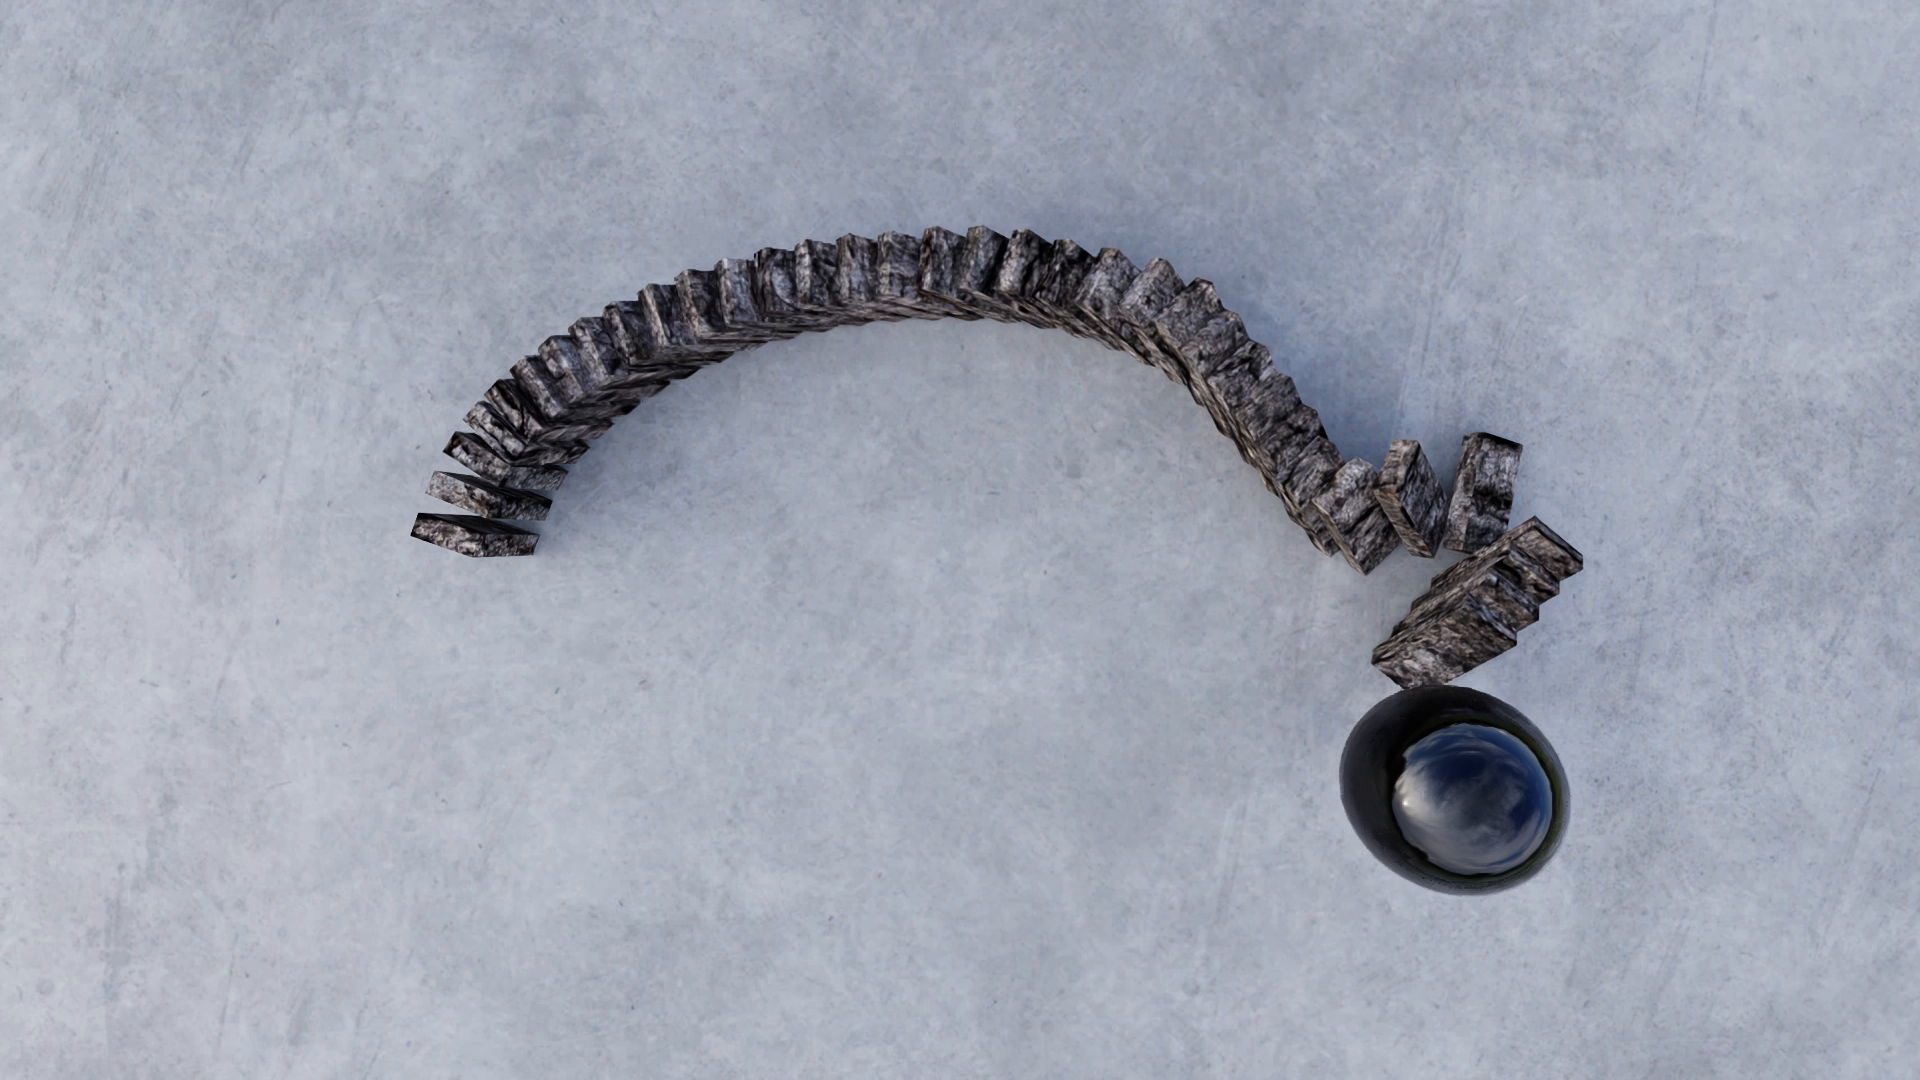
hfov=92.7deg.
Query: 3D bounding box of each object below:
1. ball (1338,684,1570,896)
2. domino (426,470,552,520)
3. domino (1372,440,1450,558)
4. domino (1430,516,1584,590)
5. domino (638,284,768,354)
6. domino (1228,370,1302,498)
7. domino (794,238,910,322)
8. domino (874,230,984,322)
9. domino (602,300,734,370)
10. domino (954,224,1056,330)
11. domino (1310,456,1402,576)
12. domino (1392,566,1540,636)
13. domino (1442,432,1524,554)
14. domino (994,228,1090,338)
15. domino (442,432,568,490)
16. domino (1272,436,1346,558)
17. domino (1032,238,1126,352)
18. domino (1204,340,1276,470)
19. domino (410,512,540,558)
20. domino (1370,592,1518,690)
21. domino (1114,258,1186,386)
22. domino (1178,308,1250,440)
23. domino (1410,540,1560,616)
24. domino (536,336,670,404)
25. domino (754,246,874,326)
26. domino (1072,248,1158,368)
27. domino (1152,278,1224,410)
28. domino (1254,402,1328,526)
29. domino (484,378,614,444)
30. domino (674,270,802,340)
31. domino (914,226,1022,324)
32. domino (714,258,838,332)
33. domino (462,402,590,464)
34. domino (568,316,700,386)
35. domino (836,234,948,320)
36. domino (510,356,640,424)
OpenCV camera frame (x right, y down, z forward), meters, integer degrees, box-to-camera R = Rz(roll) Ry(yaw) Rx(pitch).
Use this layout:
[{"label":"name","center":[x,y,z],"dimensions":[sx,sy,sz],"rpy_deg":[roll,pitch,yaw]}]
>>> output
[{"label":"ball","center":[0.192,0.097,0.360],"dimensions":[0.080,0.080,0.080],"rpy_deg":[0,90,0]},{"label":"domino","center":[-0.191,-0.018,0.375],"dimensions":[0.025,0.050,0.009],"rpy_deg":[22,90,0]},{"label":"domino","center":[0.188,-0.016,0.378],"dimensions":[0.050,0.010,0.025],"rpy_deg":[41,71,-36]},{"label":"domino","center":[0.224,0.014,0.378],"dimensions":[0.025,0.050,0.009],"rpy_deg":[39,46,-1]},{"label":"domino","center":[-0.105,-0.091,0.378],"dimensions":[0.009,0.050,0.025],"rpy_deg":[-17,90,40]},{"label":"domino","center":[0.133,-0.043,0.381],"dimensions":[0.025,0.010,0.050],"rpy_deg":[-40,127,0]},{"label":"domino","center":[-0.044,-0.107,0.380],"dimensions":[0.050,0.010,0.025],"rpy_deg":[-3,90,-41]},{"label":"domino","center":[-0.011,-0.109,0.381],"dimensions":[0.050,0.009,0.025],"rpy_deg":[3,90,-39]},{"label":"domino","center":[-0.119,-0.085,0.377],"dimensions":[0.009,0.050,0.025],"rpy_deg":[-21,90,36]},{"label":"domino","center":[0.022,-0.108,0.381],"dimensions":[0.050,0.009,0.025],"rpy_deg":[14,90,-38]},{"label":"domino","center":[0.167,-0.009,0.381],"dimensions":[0.025,0.009,0.050],"rpy_deg":[-44,126,3]},{"label":"domino","center":[0.208,0.034,0.379],"dimensions":[0.025,0.050,0.009],"rpy_deg":[38,46,0]},{"label":"domino","center":[0.223,-0.019,0.391],"dimensions":[0.025,0.010,0.050],"rpy_deg":[11,90,-24]},{"label":"domino","center":[0.039,-0.106,0.381],"dimensions":[0.050,0.010,0.025],"rpy_deg":[19,90,-38]},{"label":"domino","center":[-0.184,-0.032,0.375],"dimensions":[0.025,0.050,0.010],"rpy_deg":[33,92,0]},{"label":"domino","center":[0.152,-0.017,0.381],"dimensions":[0.025,0.009,0.050],"rpy_deg":[-44,126,2]},{"label":"domino","center":[0.055,-0.101,0.381],"dimensions":[0.050,0.009,0.025],"rpy_deg":[22,90,-38]},{"label":"domino","center":[0.122,-0.056,0.381],"dimensions":[0.025,0.010,0.050],"rpy_deg":[-40,128,0]},{"label":"domino","center":[-0.197,-0.002,0.375],"dimensions":[0.025,0.050,0.009],"rpy_deg":[19,90,0]},{"label":"domino","center":[0.199,0.044,0.379],"dimensions":[0.025,0.050,0.010],"rpy_deg":[38,46,0]},{"label":"domino","center":[0.087,-0.090,0.381],"dimensions":[0.025,0.010,0.050],"rpy_deg":[-51,128,-1]},{"label":"domino","center":[0.112,-0.068,0.381],"dimensions":[0.025,0.010,0.050],"rpy_deg":[-41,128,-1]},{"label":"domino","center":[0.216,0.024,0.379],"dimensions":[0.025,0.050,0.009],"rpy_deg":[38,46,0]},{"label":"domino","center":[-0.145,-0.071,0.376],"dimensions":[0.009,0.050,0.025],"rpy_deg":[-29,90,26]},{"label":"domino","center":[-0.060,-0.104,0.380],"dimensions":[0.050,0.009,0.025],"rpy_deg":[-6,90,-42]},{"label":"domino","center":[0.071,-0.096,0.381],"dimensions":[0.050,0.010,0.025],"rpy_deg":[30,90,-38]},{"label":"domino","center":[0.101,-0.081,0.381],"dimensions":[0.025,0.010,0.050],"rpy_deg":[-42,128,-2]},{"label":"domino","center":[0.143,-0.030,0.381],"dimensions":[0.025,0.009,0.050],"rpy_deg":[-40,126,0]},{"label":"domino","center":[-0.166,-0.053,0.375],"dimensions":[0.010,0.050,0.025],"rpy_deg":[-40,90,14]},{"label":"domino","center":[-0.090,-0.096,0.379],"dimensions":[0.009,0.050,0.025],"rpy_deg":[-13,90,43]},{"label":"domino","center":[0.006,-0.109,0.381],"dimensions":[0.050,0.009,0.025],"rpy_deg":[9,90,-38]},{"label":"domino","center":[-0.075,-0.101,0.379],"dimensions":[0.050,0.010,0.025],"rpy_deg":[-10,90,-44]},{"label":"domino","center":[-0.176,-0.043,0.375],"dimensions":[0.025,0.050,0.010],"rpy_deg":[44,98,0]},{"label":"domino","center":[-0.132,-0.078,0.376],"dimensions":[0.010,0.050,0.025],"rpy_deg":[-25,90,32]},{"label":"domino","center":[-0.027,-0.108,0.380],"dimensions":[0.050,0.009,0.025],"rpy_deg":[0,90,-40]},{"label":"domino","center":[-0.156,-0.062,0.375],"dimensions":[0.009,0.050,0.025],"rpy_deg":[-34,90,21]}]
